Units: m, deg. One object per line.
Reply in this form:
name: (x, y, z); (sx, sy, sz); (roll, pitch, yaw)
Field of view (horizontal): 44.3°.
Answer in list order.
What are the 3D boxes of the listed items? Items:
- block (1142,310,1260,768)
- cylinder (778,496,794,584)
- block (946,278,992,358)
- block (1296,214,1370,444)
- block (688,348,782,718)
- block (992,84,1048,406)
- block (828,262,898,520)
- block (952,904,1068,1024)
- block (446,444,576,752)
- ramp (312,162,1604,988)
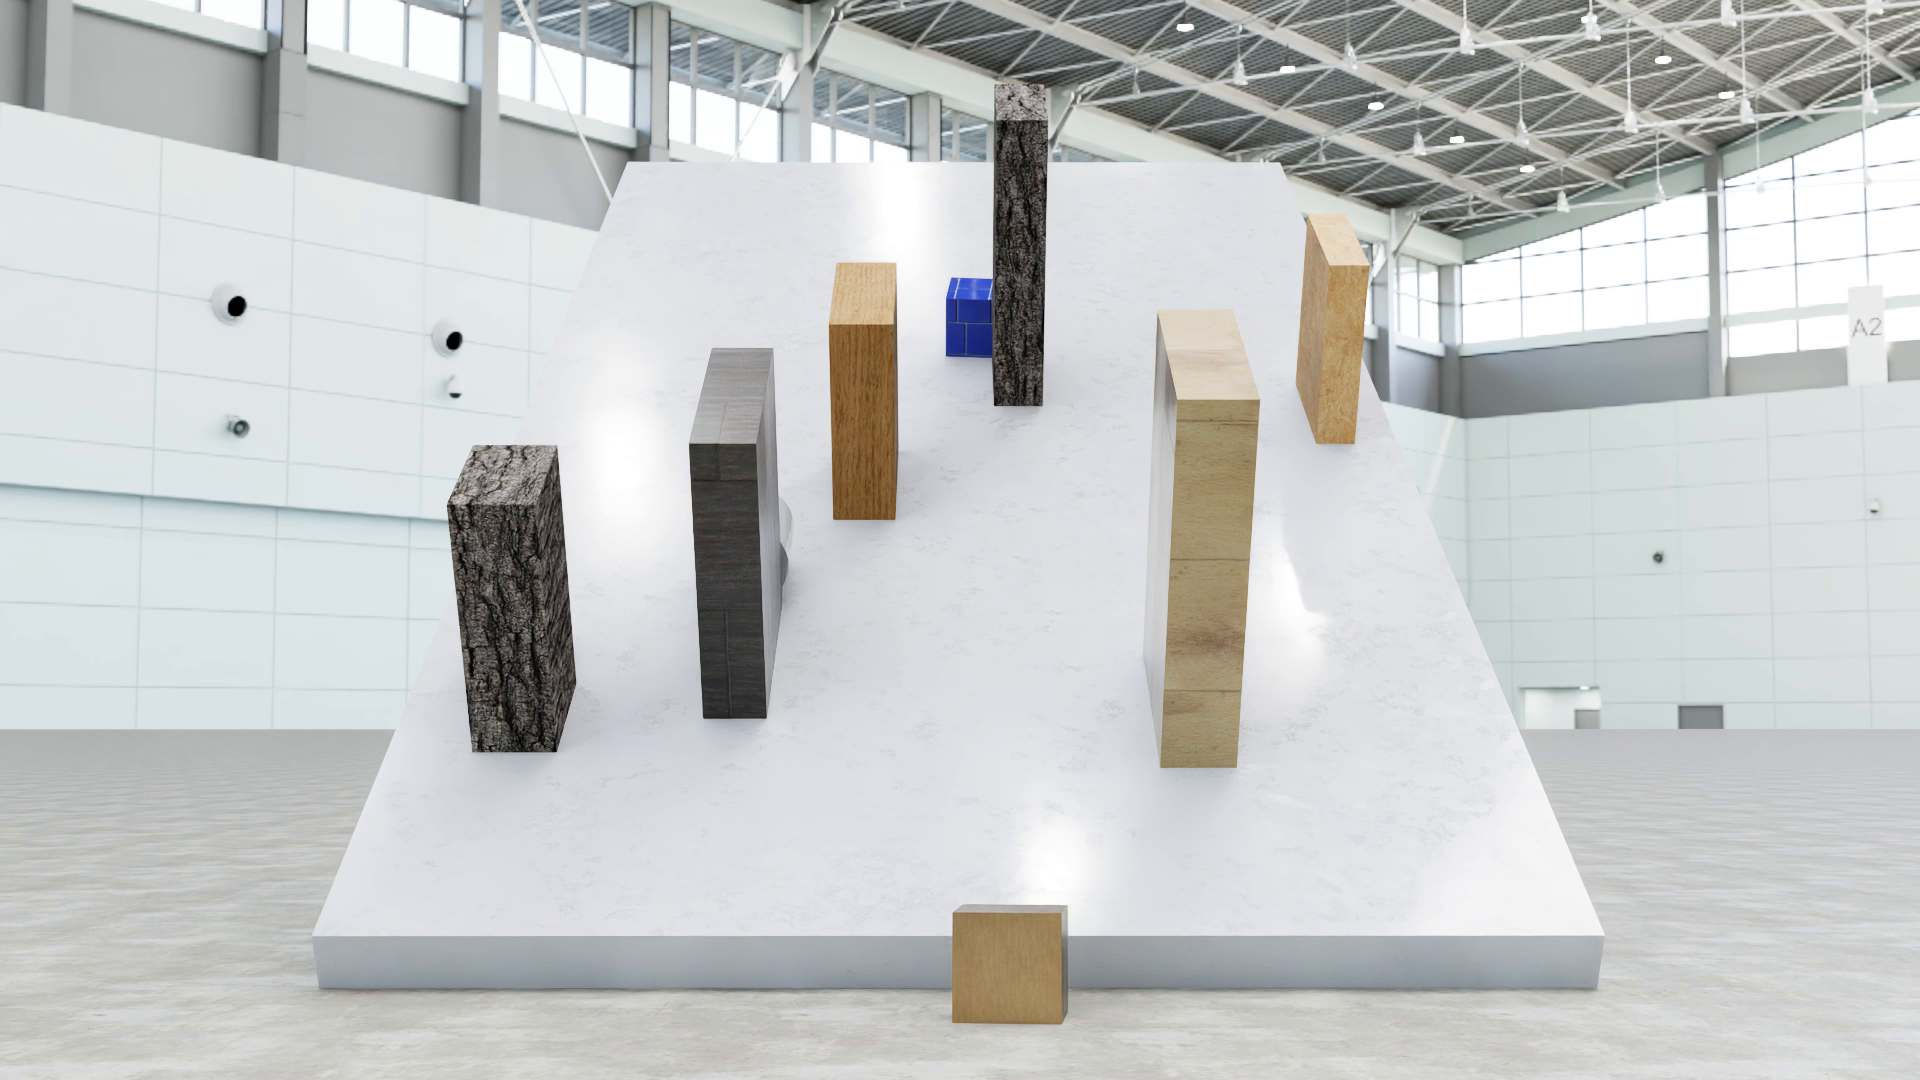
block: (0.413, -0.005, 4.120); (0.133, 0.692, 0.407); (0, 26, 0)
cylinder: (-0.422, 0.008, 4.671); (0.177, 0.177, 0.177); (0, 26, 0)
block: (0.047, -0.549, 5.831); (0.151, 0.151, 0.151); (2, 26, 4)
block: (0.848, -0.486, 5.399); (0.088, 0.426, 0.353); (0, 26, 0)
block: (-0.404, -0.018, 4.314); (0.115, 0.540, 0.439); (0, 26, 0)
block: (0.137, -0.687, 5.506); (0.115, 0.686, 0.298); (0, 26, 0)
block: (-0.202, -0.322, 5.043); (0.131, 0.440, 0.372); (0, 26, 0)
block: (0.073, 0.598, 3.339); (0.152, 0.152, 0.152); (0, -4, 6)
block: (-0.780, 0.103, 4.134); (0.148, 0.481, 0.243); (0, 26, 0)
ramp: (-0.010, -0.228, 5.464); (2.000, 0.100, 4.000); (0, 26, 0)
